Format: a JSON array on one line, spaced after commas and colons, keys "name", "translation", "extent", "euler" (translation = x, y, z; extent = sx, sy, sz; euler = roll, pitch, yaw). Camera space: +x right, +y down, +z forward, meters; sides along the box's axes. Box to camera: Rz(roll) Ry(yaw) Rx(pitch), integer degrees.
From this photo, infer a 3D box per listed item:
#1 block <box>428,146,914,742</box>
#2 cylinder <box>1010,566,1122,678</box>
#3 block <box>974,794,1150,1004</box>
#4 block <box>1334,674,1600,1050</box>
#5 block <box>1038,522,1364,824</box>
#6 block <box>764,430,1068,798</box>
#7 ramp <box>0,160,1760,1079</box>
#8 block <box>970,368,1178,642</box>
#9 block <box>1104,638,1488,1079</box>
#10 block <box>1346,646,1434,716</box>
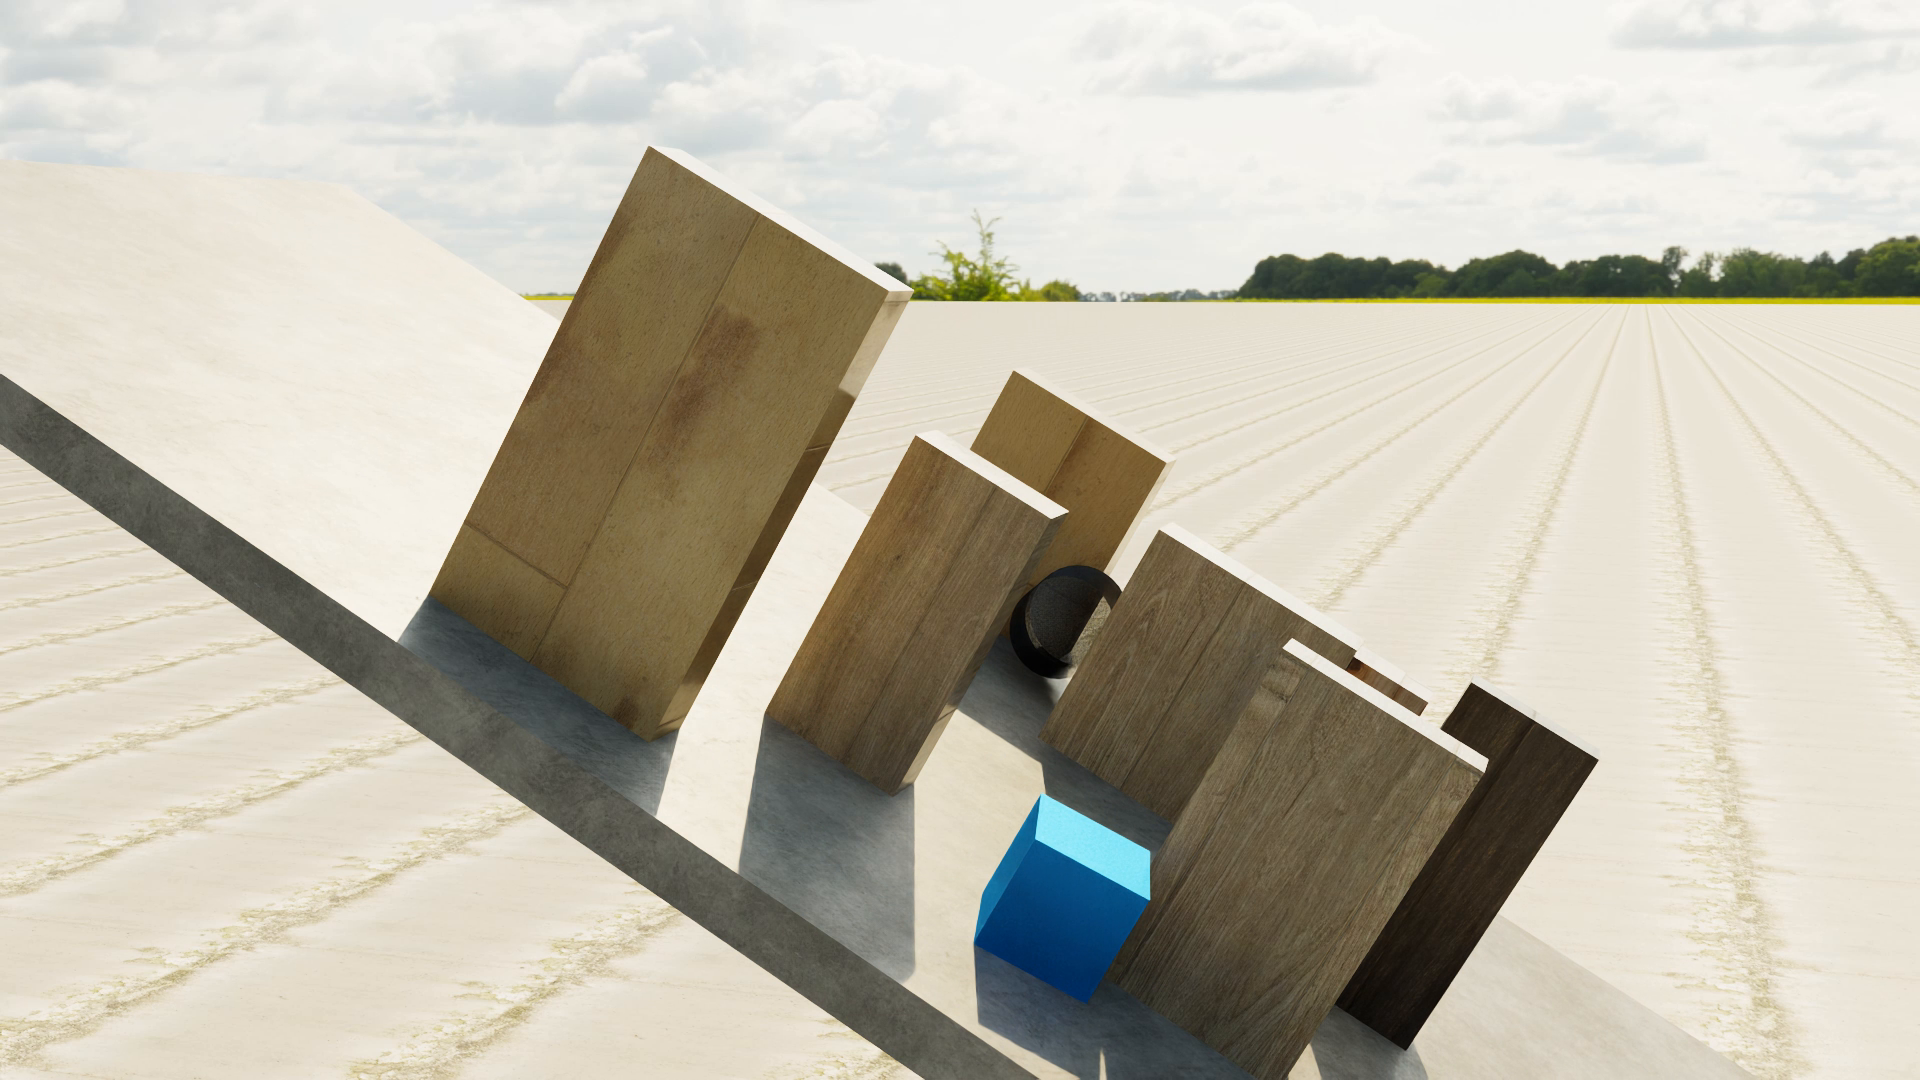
[{"name": "block", "translation": [-0.454, -0.144, 3.384], "extent": [0.435, 0.796, 0.116], "euler": [32, 15, 11]}, {"name": "cylinder", "translation": [0.228, 0.175, 4.628], "extent": [0.210, 0.210, 0.210], "euler": [-1, -11, -11]}, {"name": "block", "translation": [0.160, 0.551, 3.396], "extent": [0.195, 0.195, 0.195], "euler": [29, 14, -3]}, {"name": "block", "translation": [0.830, 0.558, 3.801], "extent": [0.243, 0.615, 0.081], "euler": [32, 15, 11]}, {"name": "block", "translation": [0.467, 0.291, 4.289], "extent": [0.439, 0.484, 0.127], "euler": [32, 15, 11]}, {"name": "block", "translation": [-0.075, 0.122, 3.694], "extent": [0.265, 0.550, 0.116], "euler": [32, 15, 11]}, {"name": "ramp", "translation": [-0.191, 0.314, 4.131], "extent": [4.000, 0.100, 2.000], "euler": [32, 15, 11]}, {"name": "block", "translation": [0.172, -0.053, 4.829], "extent": [0.390, 0.518, 0.114], "euler": [32, 15, 11]}, {"name": "block", "translation": [0.502, 0.502, 3.397], "extent": [0.346, 0.601, 0.094], "euler": [32, 15, 11]}, {"name": "block", "translation": [0.680, 0.384, 4.506], "extent": [0.407, 0.418, 0.136], "euler": [32, 15, 11]}]
